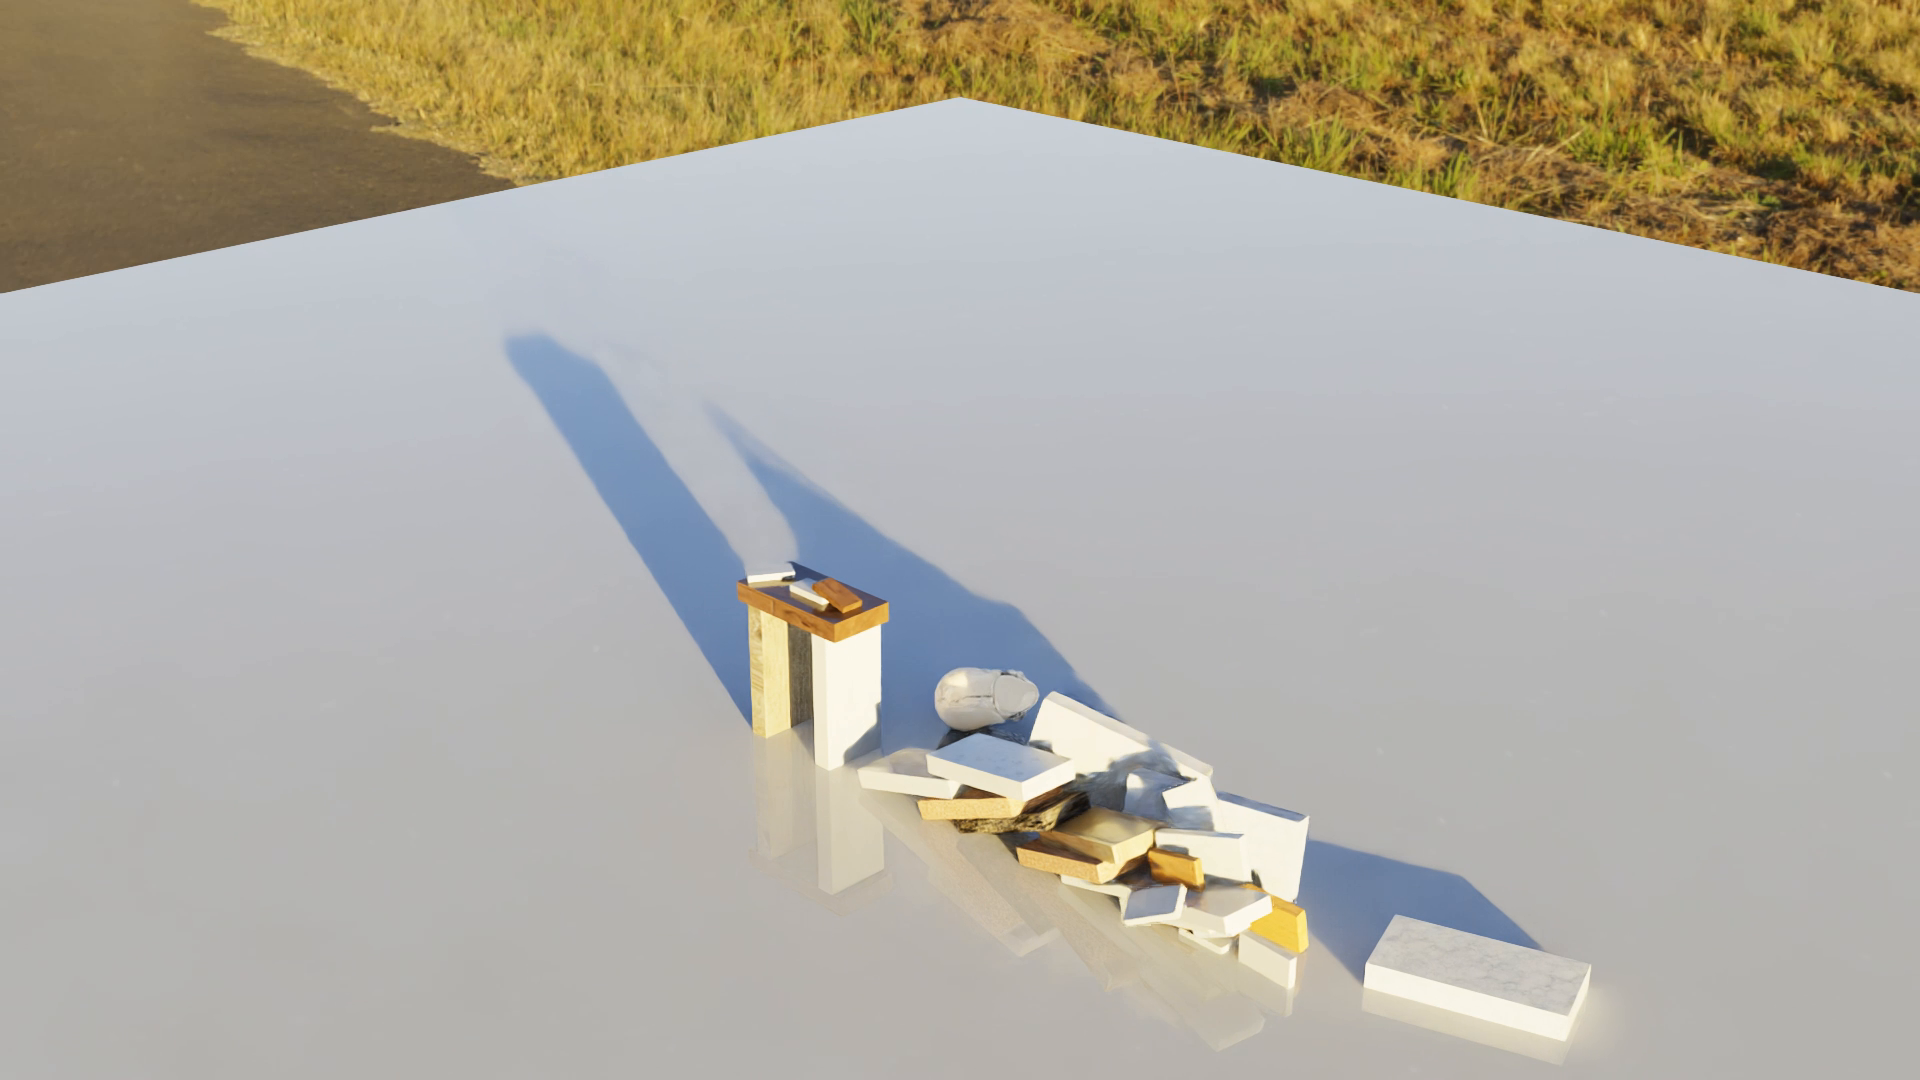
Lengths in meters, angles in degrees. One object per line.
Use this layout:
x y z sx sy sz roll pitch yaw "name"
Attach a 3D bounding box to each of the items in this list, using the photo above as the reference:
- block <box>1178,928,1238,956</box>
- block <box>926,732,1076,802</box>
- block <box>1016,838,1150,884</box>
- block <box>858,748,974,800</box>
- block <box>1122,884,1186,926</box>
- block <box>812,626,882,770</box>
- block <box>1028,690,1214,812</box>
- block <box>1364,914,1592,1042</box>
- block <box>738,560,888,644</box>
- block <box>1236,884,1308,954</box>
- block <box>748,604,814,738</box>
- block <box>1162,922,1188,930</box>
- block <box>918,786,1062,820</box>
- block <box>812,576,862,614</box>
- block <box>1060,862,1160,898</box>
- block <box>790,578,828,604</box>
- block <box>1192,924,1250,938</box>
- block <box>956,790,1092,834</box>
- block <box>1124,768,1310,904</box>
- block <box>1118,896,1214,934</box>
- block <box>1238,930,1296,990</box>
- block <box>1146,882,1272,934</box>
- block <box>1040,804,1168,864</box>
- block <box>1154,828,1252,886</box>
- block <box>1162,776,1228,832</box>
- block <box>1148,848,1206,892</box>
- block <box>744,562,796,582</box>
0.456 0.725 4.033 0.050 0.014 0.100 -21 31 -40 "block"
0.079 0.445 4.325 0.140 0.040 0.279 -20 20 -38 "block"
0.236 0.598 4.197 0.128 0.036 0.256 -19 11 -32 "block"
-0.064 0.475 4.491 0.140 0.040 0.279 -21 14 -41 "block"
0.351 0.658 3.966 0.120 0.017 0.060 -17 43 41 "block"
-0.236 0.317 4.622 0.153 0.305 0.043 -21 31 -41 "block"
0.305 0.456 4.343 0.355 0.177 0.050 25 23 17 "block"
0.913 0.769 3.884 0.355 0.050 0.177 11 25 25 "block"
-0.310 0.128 4.622 0.305 0.043 0.153 21 31 40 "block"
0.556 0.684 4.031 0.177 0.089 0.025 21 43 41 "block"
-0.380 0.261 4.754 0.153 0.305 0.043 -21 31 -41 "block"
0.404 0.697 4.074 0.100 0.014 0.050 6 21 45 "block"
0.058 0.510 4.368 0.140 0.040 0.279 -20 7 -39 "block"
-0.255 0.113 4.555 0.050 0.014 0.101 -20 43 -40 "block"
0.310 0.632 4.163 0.113 0.032 0.226 -21 17 -40 "block"
-0.303 0.107 4.599 0.101 0.014 0.050 21 31 40 "block"
0.474 0.705 3.988 0.050 0.014 0.100 -20 3 -38 "block"
0.122 0.535 4.324 0.128 0.036 0.256 -21 7 -40 "block"
0.478 0.568 4.186 0.355 0.177 0.050 14 15 29 "block"
0.415 0.672 4.059 0.113 0.032 0.226 -20 15 -38 "block"
0.547 0.747 3.923 0.017 0.060 0.120 -19 29 -37 "block"
0.443 0.653 3.968 0.113 0.032 0.226 -19 15 -33 "block"
0.271 0.557 4.167 0.128 0.036 0.256 -18 10 -28 "block"
0.444 0.578 4.019 0.177 0.089 0.025 -1 13 37 "block"
0.452 0.541 4.112 0.089 0.177 0.025 -21 -7 16 "block"
0.395 0.603 4.018 0.017 0.060 0.120 -19 15 -37 "block"
-0.406 0.069 4.687 0.101 0.014 0.050 -6 24 -13 "block"
